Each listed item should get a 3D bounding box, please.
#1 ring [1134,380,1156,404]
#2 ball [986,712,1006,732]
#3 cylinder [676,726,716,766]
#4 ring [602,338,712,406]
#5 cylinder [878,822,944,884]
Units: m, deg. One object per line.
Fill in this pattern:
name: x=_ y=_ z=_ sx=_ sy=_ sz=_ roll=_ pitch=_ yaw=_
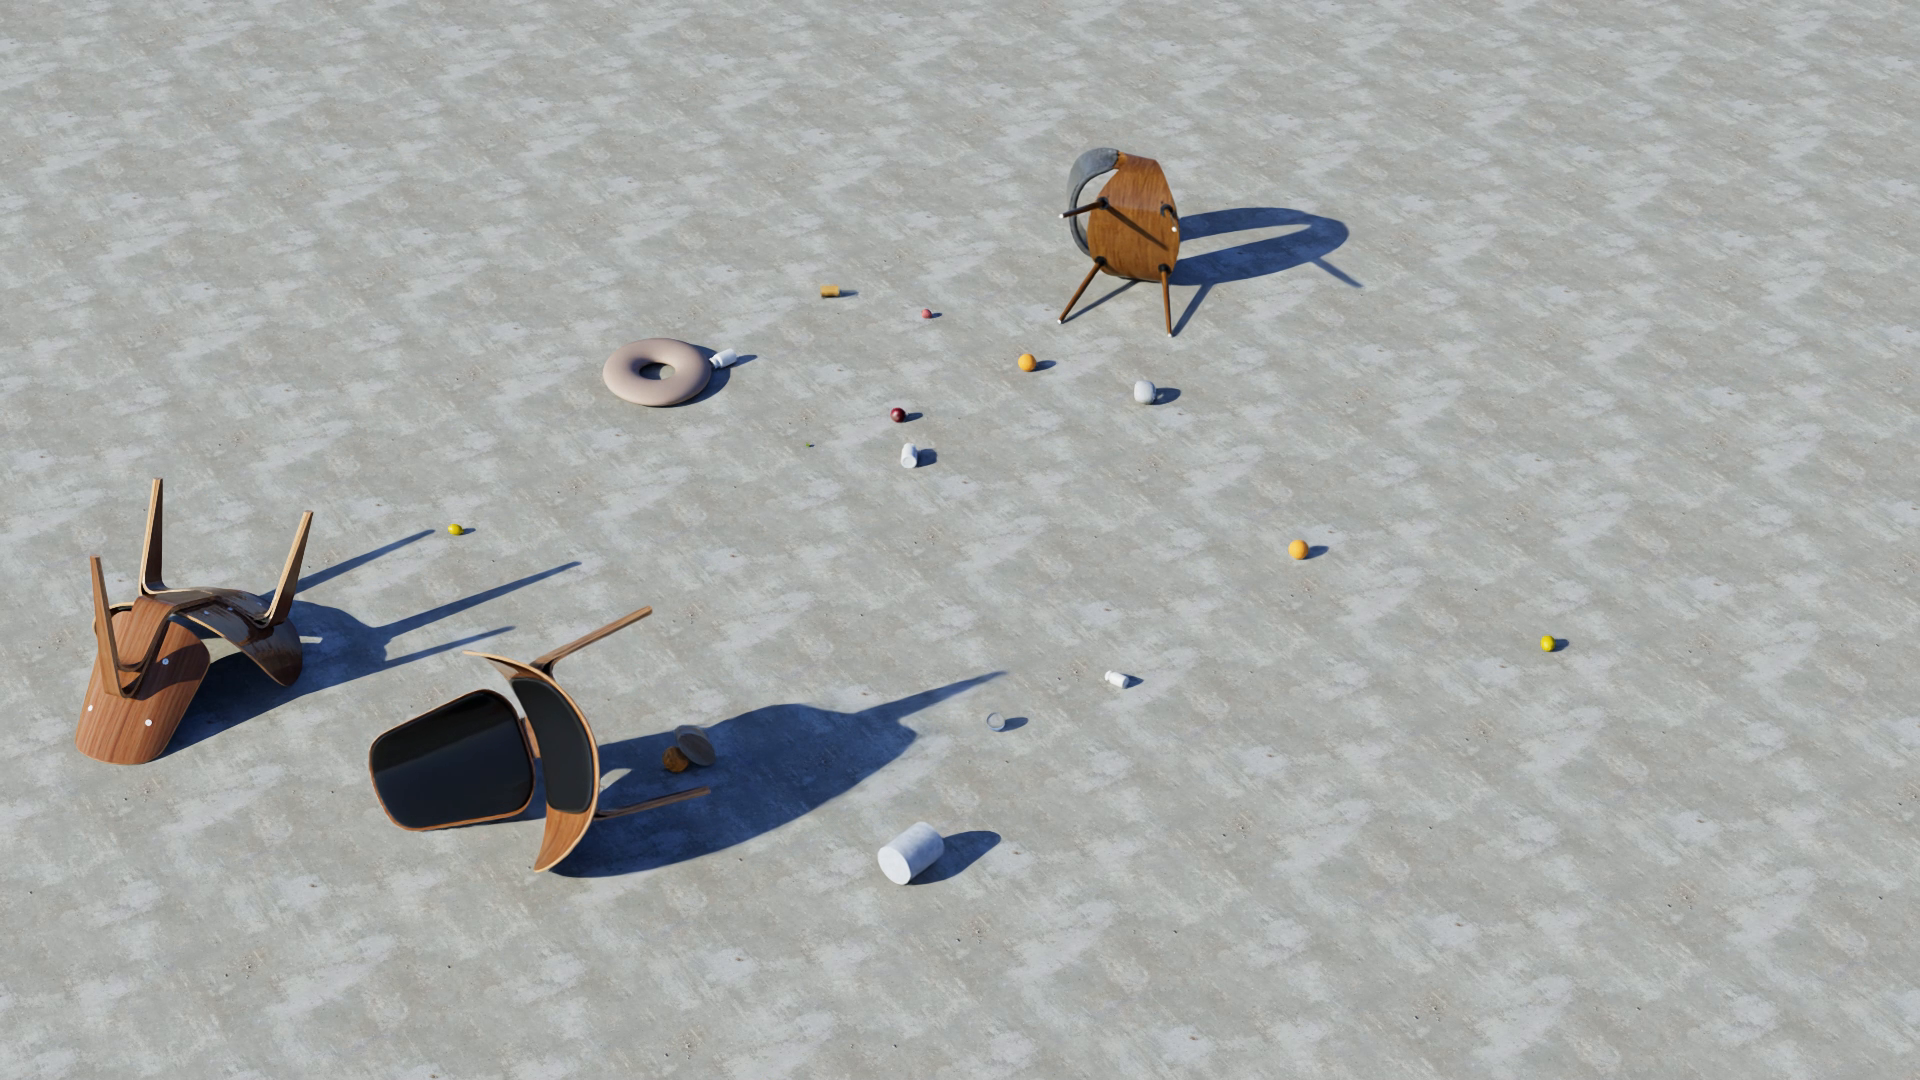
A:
ring: x=0.742 y=-0.595 z=11.773 sx=0.074 sy=0.083 sz=0.121 roll=7 pitch=35 yaw=-7
ball: x=0.122 y=0.617 z=9.951 sx=0.064 sy=0.064 sz=0.064 roll=0 pitch=33 yaw=0
cylinder: x=-0.883 y=0.684 z=9.780 sx=0.086 sy=0.146 sz=0.081 roll=-49 pitch=22 yaw=3
ring: x=-1.231 y=-0.685 z=11.921 sx=0.441 sy=0.071 sz=0.514 roll=-4 pitch=34 yaw=-7
cylinder: x=-0.155 y=0.994 z=9.313 sx=0.136 sy=0.136 sz=0.166 roll=39 pitch=47 yaw=21
